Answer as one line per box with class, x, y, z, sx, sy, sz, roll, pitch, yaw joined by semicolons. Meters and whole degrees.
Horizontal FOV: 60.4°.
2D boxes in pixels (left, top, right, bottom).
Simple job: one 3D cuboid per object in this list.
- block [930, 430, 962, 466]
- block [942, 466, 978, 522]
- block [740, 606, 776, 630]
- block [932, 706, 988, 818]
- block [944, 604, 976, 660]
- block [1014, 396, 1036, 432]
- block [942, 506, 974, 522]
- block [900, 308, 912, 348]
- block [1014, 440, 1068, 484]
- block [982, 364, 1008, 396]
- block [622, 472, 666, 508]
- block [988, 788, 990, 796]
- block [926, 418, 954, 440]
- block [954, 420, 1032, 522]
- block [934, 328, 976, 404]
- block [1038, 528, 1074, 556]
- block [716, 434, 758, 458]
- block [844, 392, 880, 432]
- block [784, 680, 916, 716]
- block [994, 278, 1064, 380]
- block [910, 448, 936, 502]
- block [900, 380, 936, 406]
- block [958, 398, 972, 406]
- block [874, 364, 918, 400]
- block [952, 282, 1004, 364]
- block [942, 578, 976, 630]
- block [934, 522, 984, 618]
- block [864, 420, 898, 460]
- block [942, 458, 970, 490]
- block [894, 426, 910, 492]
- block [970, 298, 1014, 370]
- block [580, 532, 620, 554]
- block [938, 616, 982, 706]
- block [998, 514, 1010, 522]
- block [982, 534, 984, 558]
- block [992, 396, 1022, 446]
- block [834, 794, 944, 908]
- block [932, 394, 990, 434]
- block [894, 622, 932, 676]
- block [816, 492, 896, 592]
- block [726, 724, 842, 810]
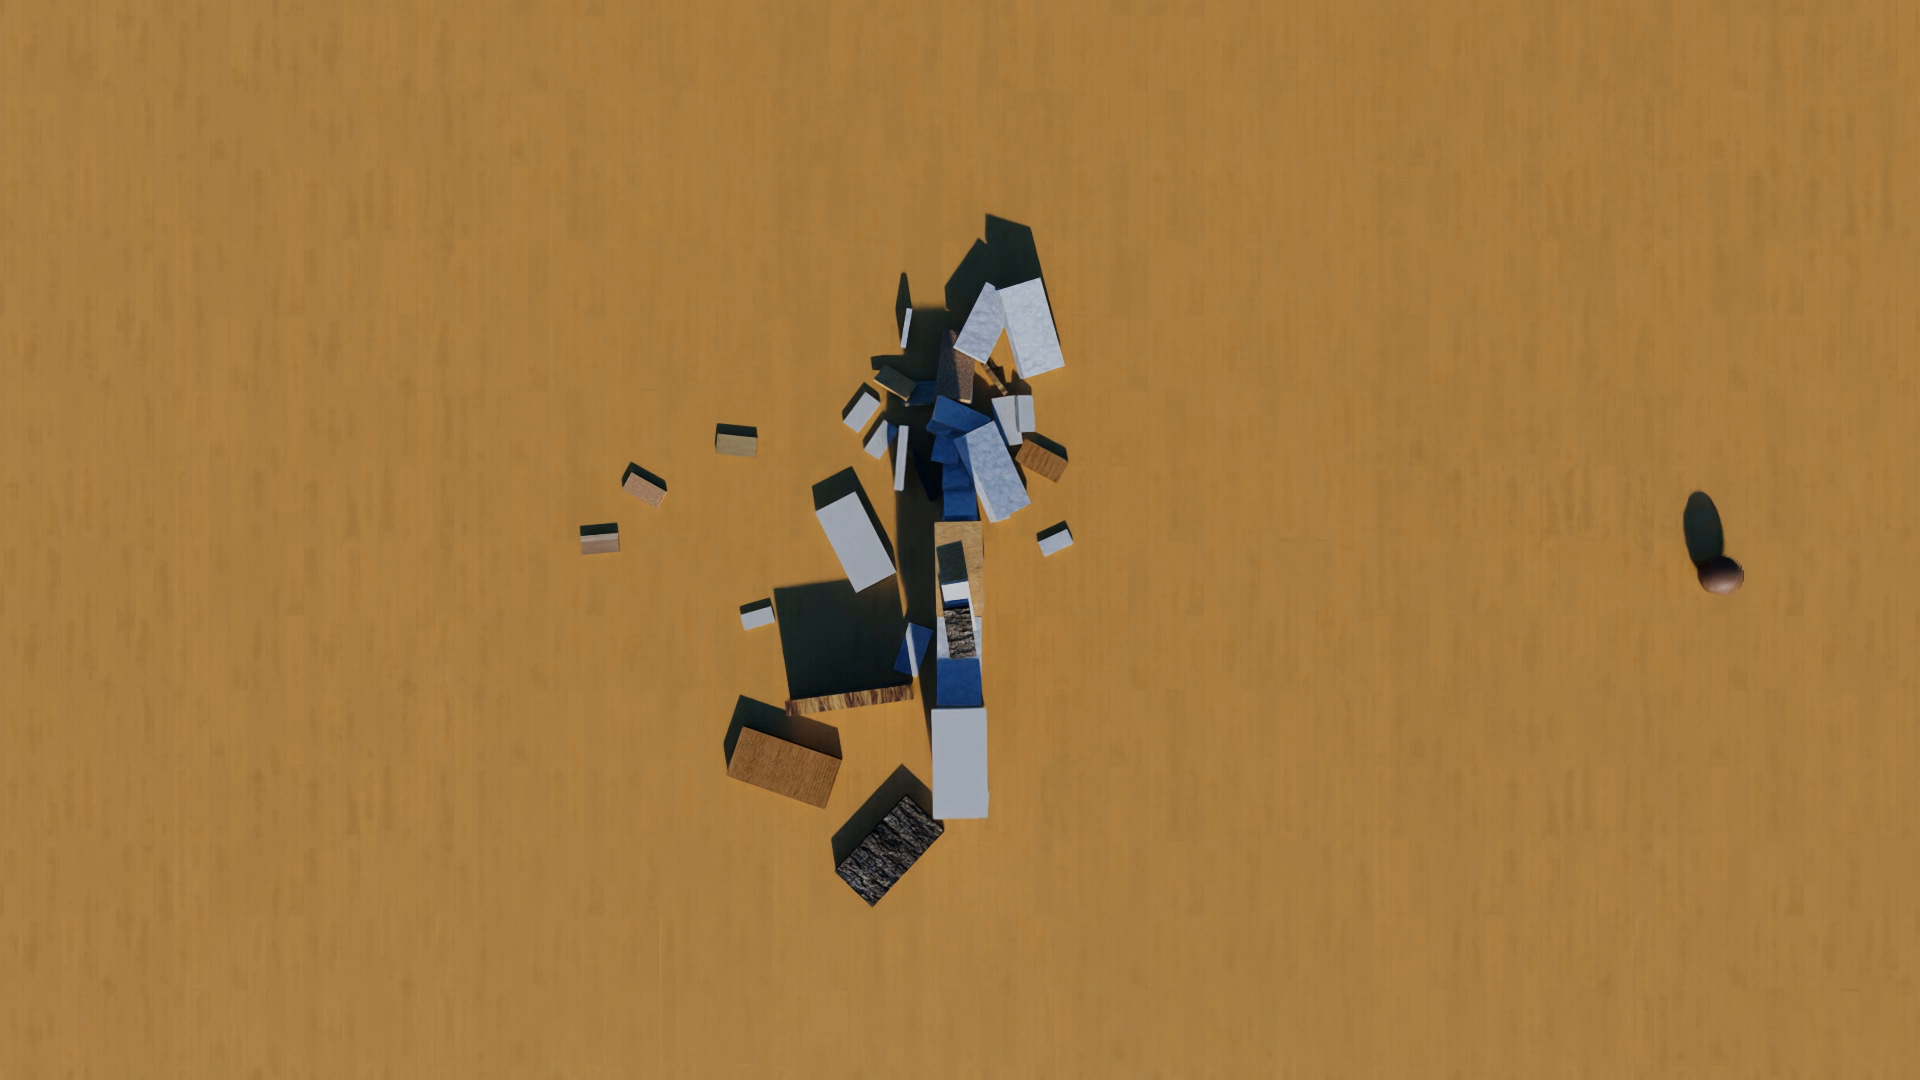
block;-0.034;-0.337;5.452;0.088;0.025;0.176;12;68;3
block;-0.001;-0.155;5.422;0.106;0.030;0.211;-1;53;-2
block;-0.673;0.260;5.492;0.106;0.015;0.053;-16;90;0
block;-0.001;0.693;5.135;0.170;0.048;0.340;-1;90;0
block;-0.001;0.288;5.140;0.083;0.023;0.166;-7;110;2
block;0.216;-0.419;5.477;0.061;0.017;0.122;-4;90;-31
block;-0.006;-0.057;5.397;0.106;0.211;0.030;-1;113;0
block;-0.177;-0.702;5.469;0.018;0.063;0.125;10;90;0
block;0.270;-0.263;5.488;0.163;0.023;0.081;28;90;0
block;0.116;-0.530;5.470;0.017;0.061;0.122;-37;90;0
block;-1.050;-0.164;5.491;0.132;0.019;0.066;29;90;0
block;0.006;0.802;5.329;0.170;0.340;0.048;4;91;0
block;-0.040;-0.414;5.457;0.078;0.022;0.157;27;70;10
block;0.106;-0.225;5.428;0.150;0.043;0.301;-28;97;-31
block;-0.011;-0.575;5.452;0.120;0.034;0.239;7;75;0
block;0.318;0.009;5.492;0.106;0.015;0.053;-25;90;0
block;-0.743;-0.314;5.491;0.132;0.019;0.066;6;90;0
block;-0.327;-0.424;5.491;0.063;0.018;0.125;37;90;0
block;-0.358;0.518;5.414;0.414;0.173;0.049;-8;90;0
block;0.231;-0.697;5.434;0.150;0.043;0.301;-19;100;-17
block;-0.122;-0.214;5.456;0.025;0.088;0.176;-23;90;0
block;-0.119;-0.486;5.469;0.157;0.022;0.078;-3;65;4
block;0.003;-0.523;5.468;0.078;0.022;0.157;2;75;0
block;-0.213;-0.521;5.466;0.132;0.019;0.066;32;72;14
block;0.084;-0.715;5.435;0.120;0.034;0.239;27;84;-6
block;-0.002;0.207;5.136;0.083;0.023;0.166;-9;109;3
block;-0.002;0.091;5.179;0.149;0.042;0.298;-1;91;0
block;-0.261;-0.333;5.491;0.061;0.017;0.122;34;90;0
block;-0.011;-0.247;5.444;0.088;0.025;0.176;2;60;1
block;-0.192;-0.269;5.447;0.030;0.106;0.212;5;90;0
block;0.126;-0.699;5.483;0.120;0.034;0.239;-17;90;0
block;-1.198;0.013;5.491;0.125;0.018;0.063;-5;90;0
block;-0.002;0.382;5.200;0.140;0.040;0.280;0;90;0
block;0.127;-0.117;5.492;0.053;0.015;0.106;-18;90;0
block;0.001;0.013;5.350;0.149;0.298;0.042;-1;99;0
block;0.157;-0.395;5.488;0.081;0.023;0.163;-9;90;0
block;-0.234;1.030;5.476;0.173;0.049;0.346;43;90;0
block;0.004;-0.400;5.431;0.203;0.023;0.081;22;74;-29
block;-0.156;0.364;5.488;0.083;0.023;0.166;19;90;0
block;-0.345;0.007;5.479;0.150;0.043;0.301;-27;90;0
block;-0.583;0.753;5.476;0.346;0.049;0.173;19;90;0
